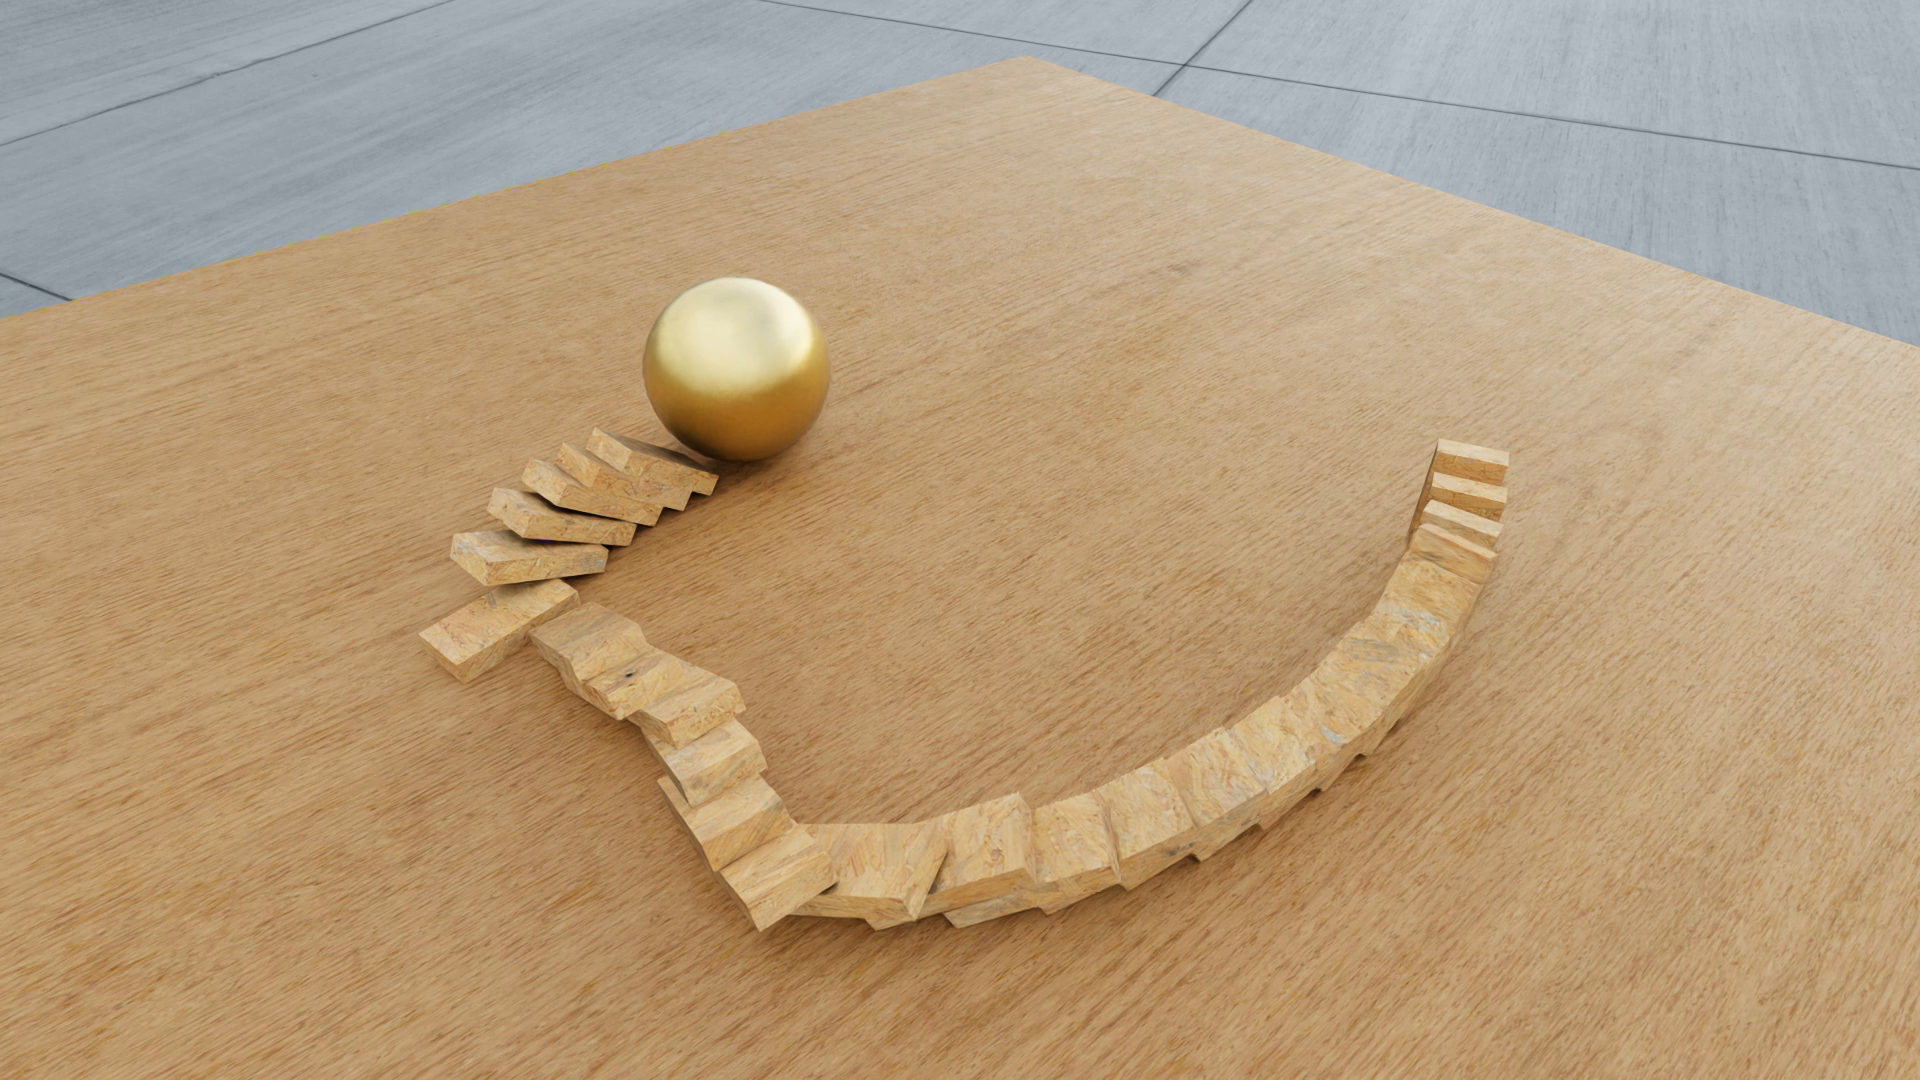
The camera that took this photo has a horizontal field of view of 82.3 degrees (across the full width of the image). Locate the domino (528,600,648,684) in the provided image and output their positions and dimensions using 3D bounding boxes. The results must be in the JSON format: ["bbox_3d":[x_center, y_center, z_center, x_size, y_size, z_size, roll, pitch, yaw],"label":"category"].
[{"bbox_3d":[-0.131,0.035,0.385,0.025,0.009,0.050,-29,22,-30],"label":"domino"}]

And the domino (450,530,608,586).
[{"bbox_3d":[-0.164,0.005,0.420,0.025,0.010,0.050,29,21,31],"label":"domino"}]

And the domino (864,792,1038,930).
[{"bbox_3d":[-0.004,0.092,0.315,0.050,0.009,0.025,-21,37,15],"label":"domino"}]

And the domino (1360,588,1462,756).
[{"bbox_3d":[0.139,0.044,0.365,0.025,0.009,0.050,40,98,38],"label":"domino"}]

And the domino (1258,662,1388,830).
[{"bbox_3d":[0.105,0.064,0.345,0.050,0.010,0.025,-41,47,2],"label":"domino"}]

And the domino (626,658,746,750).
[{"bbox_3d":[-0.094,0.053,0.363,0.025,0.009,0.050,-30,23,-32],"label":"domino"}]

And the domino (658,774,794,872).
[{"bbox_3d":[-0.071,0.079,0.330,0.025,0.009,0.050,-26,21,-23],"label":"domino"}]

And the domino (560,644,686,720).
[{"bbox_3d":[-0.115,0.045,0.372,0.025,0.010,0.050,-30,23,-31],"label":"domino"}]

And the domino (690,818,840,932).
[{"bbox_3d":[-0.057,0.091,0.316,0.025,0.010,0.050,-28,22,-24],"label":"domino"}]

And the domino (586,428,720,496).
[{"bbox_3d":[-0.127,-0.032,0.459,0.025,0.009,0.050,29,7,31],"label":"domino"}]

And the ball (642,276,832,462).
[{"bbox_3d":[-0.096,-0.074,0.478,0.080,0.080,0.080,0,39,0],"label":"ball"}]

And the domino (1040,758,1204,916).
[{"bbox_3d":[0.042,0.086,0.322,0.050,0.009,0.025,-28,40,7],"label":"domino"}]

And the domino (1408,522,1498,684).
[{"bbox_3d":[0.164,0.022,0.384,0.025,0.050,0.010,31,29,32],"label":"domino"}]

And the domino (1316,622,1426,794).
[{"bbox_3d":[0.123,0.054,0.356,0.050,0.009,0.025,-49,51,1],"label":"domino"}]

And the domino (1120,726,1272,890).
[{"bbox_3d":[0.065,0.080,0.329,0.050,0.010,0.025,-33,43,3],"label":"domino"}]

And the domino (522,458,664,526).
[{"bbox_3d":[-0.147,-0.019,0.442,0.025,0.010,0.050,29,7,31],"label":"domino"}]

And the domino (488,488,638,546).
[{"bbox_3d":[-0.156,-0.009,0.432,0.025,0.009,0.050,29,12,31],"label":"domino"}]

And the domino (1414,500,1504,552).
[{"bbox_3d":[0.173,0.013,0.395,0.025,0.050,0.009,25,40,27],"label":"domino"}]

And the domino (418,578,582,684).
[{"bbox_3d":[-0.169,0.030,0.407,0.025,0.010,0.050,27,47,29],"label":"domino"}]

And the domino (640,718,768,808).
[{"bbox_3d":[-0.082,0.065,0.347,0.025,0.009,0.050,-26,21,-23],"label":"domino"}]

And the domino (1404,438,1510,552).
[{"bbox_3d":[0.192,-0.014,0.428,0.025,0.050,0.009,15,42,17],"label":"domino"}]

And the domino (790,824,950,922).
[{"bbox_3d":[-0.030,0.094,0.313,0.050,0.010,0.025,-9,32,32],"label":"domino"}]

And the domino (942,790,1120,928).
[{"bbox_3d":[0.019,0.092,0.315,0.050,0.009,0.025,-21,37,15],"label":"domino"}]

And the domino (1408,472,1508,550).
[{"bbox_3d":[0.183,0.000,0.411,0.025,0.050,0.009,16,42,18],"label":"domino"}]

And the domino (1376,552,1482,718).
[{"bbox_3d":[0.153,0.032,0.375,0.025,0.050,0.010,32,15,33],"label":"domino"}]

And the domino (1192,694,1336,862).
[{"bbox_3d":[0.086,0.073,0.337,0.050,0.009,0.025,-37,45,2],"label":"domino"}]

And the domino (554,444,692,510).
[{"bbox_3d":[-0.137,-0.025,0.450,0.025,0.009,0.050,29,7,31],"label":"domino"}]
